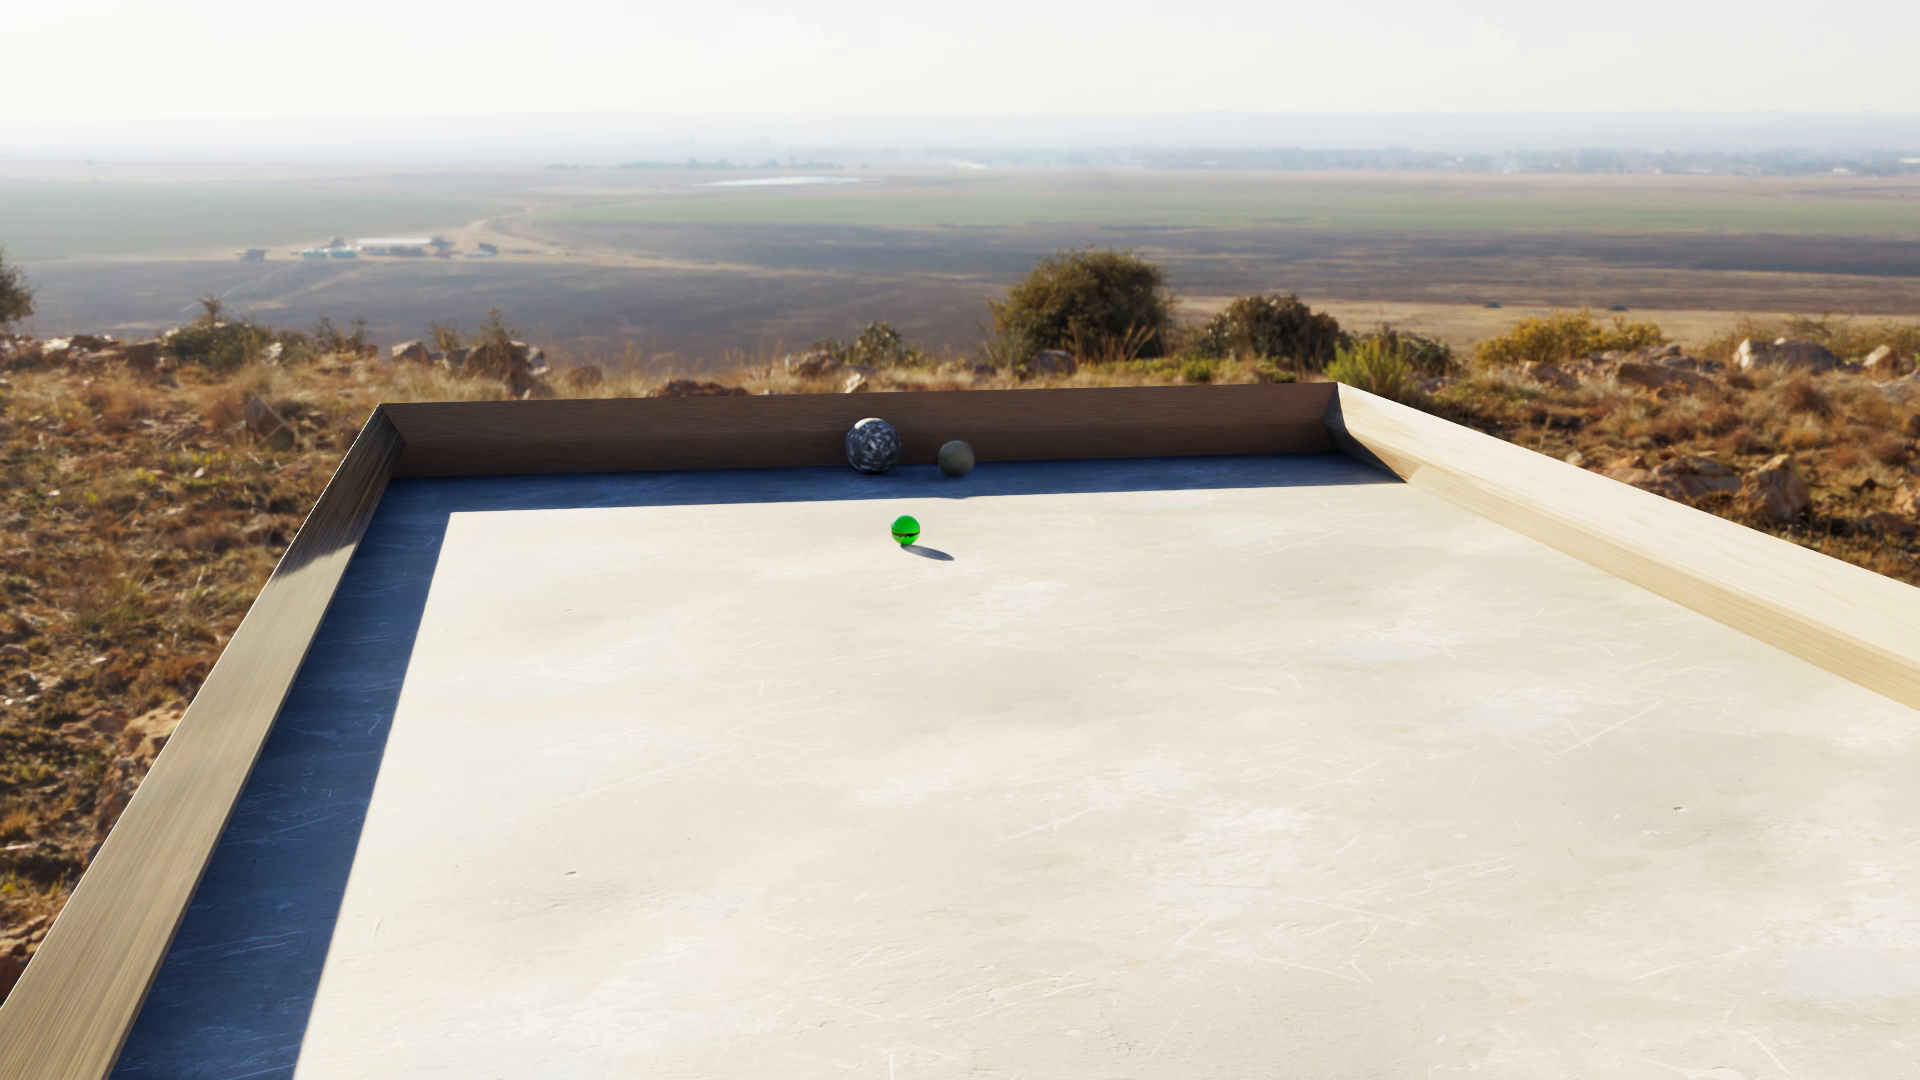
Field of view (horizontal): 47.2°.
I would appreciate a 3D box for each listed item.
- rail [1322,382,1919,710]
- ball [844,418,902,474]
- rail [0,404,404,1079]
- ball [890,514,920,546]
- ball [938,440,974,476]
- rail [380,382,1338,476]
[{"bbox_3d":[0.980,0.098,2.432,0.045,0.128,3.445,-2,11,-10],"label":"rail"},{"bbox_3d":[-0.152,-0.164,3.846,0.098,0.098,0.098,0,11,0],"label":"ball"},{"bbox_3d":[-0.681,0.155,2.144,0.045,0.128,3.445,-2,11,-10],"label":"rail"},{"bbox_3d":[-0.080,-0.015,3.225,0.045,0.045,0.045,0,11,0],"label":"ball"},{"bbox_3d":[-0.008,-0.141,3.823,0.063,0.063,0.063,0,11,0],"label":"ball"},{"bbox_3d":[-0.146,-0.197,3.929,1.735,0.128,0.045,-2,11,-10],"label":"rail"}]
